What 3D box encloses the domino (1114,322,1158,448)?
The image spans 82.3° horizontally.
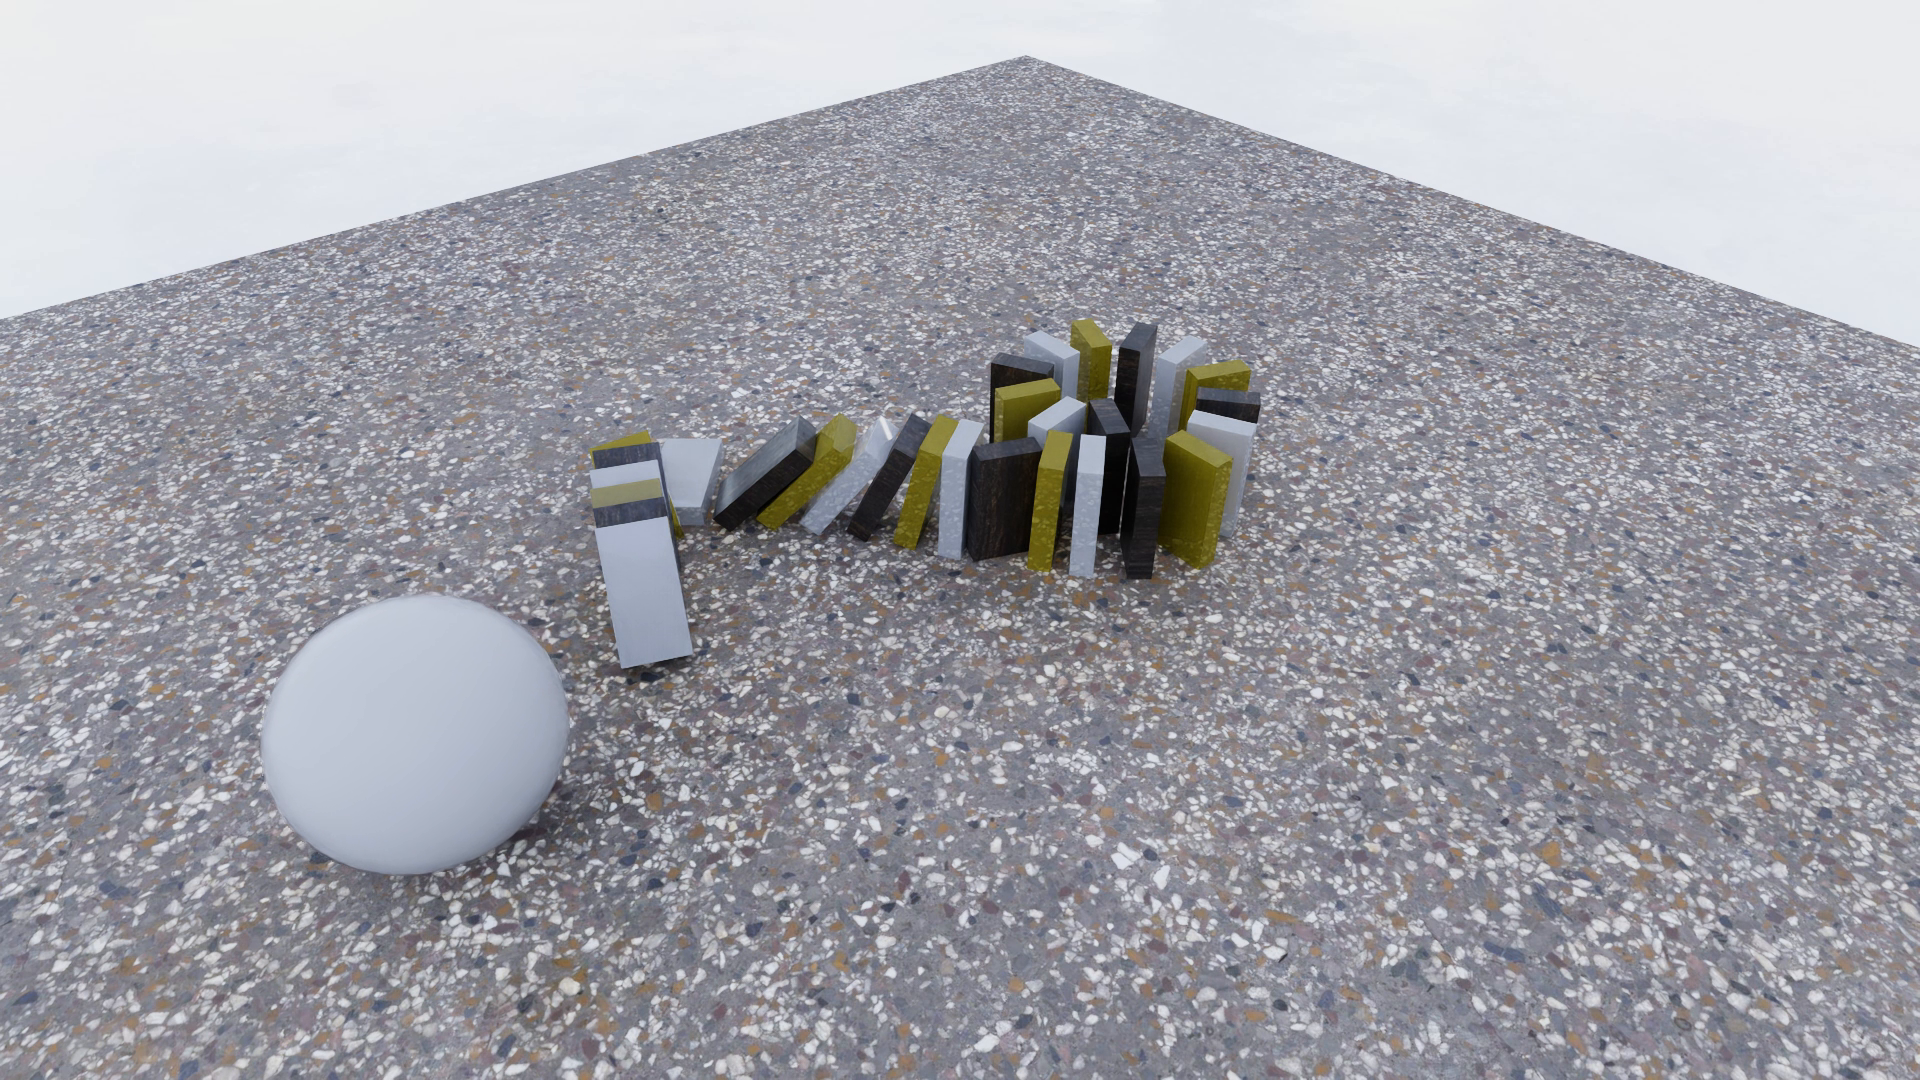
[{"bbox_3d":[0.078,-0.070,0.497,0.009,0.050,0.025,17,42,19],"label":"domino"}]

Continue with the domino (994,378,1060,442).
[{"bbox_3d":[0.028,-0.042,0.463,0.025,0.050,0.010,-13,41,-15],"label":"domino"}]

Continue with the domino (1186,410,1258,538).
[{"bbox_3d":[0.102,-0.026,0.443,0.025,0.050,0.010,16,42,19],"label":"domino"}]

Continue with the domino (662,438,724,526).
[{"bbox_3d":[-0.119,-0.026,0.475,0.025,0.010,0.050,0,39,0],"label":"domino"}]

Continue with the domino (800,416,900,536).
[{"bbox_3d":[-0.045,-0.026,0.446,0.010,0.050,0.025,35,38,-15],"label":"domino"}]

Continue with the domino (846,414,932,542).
[{"bbox_3d":[-0.029,-0.025,0.442,0.010,0.050,0.025,29,41,-7],"label":"domino"}]

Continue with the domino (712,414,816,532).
[{"bbox_3d":[-0.080,-0.027,0.452,0.050,0.009,0.025,-36,33,24],"label":"domino"}]

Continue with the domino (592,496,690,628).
[{"bbox_3d":[-0.116,0.011,0.402,0.025,0.050,0.010,-11,2,-13],"label":"domino"}]

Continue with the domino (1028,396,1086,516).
[{"bbox_3d":[0.038,-0.031,0.449,0.009,0.050,0.025,30,48,31],"label":"domino"}]

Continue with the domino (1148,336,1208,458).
[{"bbox_3d":[0.096,-0.063,0.488,0.010,0.050,0.025,29,47,30],"label":"domino"}]

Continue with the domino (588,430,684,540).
[{"bbox_3d":[-0.133,-0.019,0.450,0.025,0.010,0.050,-20,62,-11],"label":"domino"}]

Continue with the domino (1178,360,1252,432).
[{"bbox_3d":[0.108,-0.052,0.475,0.025,0.050,0.010,-12,41,-14],"label":"domino"}]

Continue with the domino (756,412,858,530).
[{"bbox_3d":[-0.063,-0.028,0.451,0.010,0.050,0.025,37,31,-25],"label":"domino"}]

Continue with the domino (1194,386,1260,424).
[{"bbox_3d":[0.108,-0.039,0.459,0.025,0.050,0.009,7,40,8],"label":"domino"}]

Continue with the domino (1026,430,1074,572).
[{"bbox_3d":[0.035,-0.015,0.429,0.009,0.050,0.025,10,40,8],"label":"domino"}]

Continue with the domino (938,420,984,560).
[{"bbox_3d":[0.000,-0.019,0.435,0.010,0.050,0.025,13,41,11],"label":"domino"}]

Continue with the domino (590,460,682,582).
[{"bbox_3d":[-0.123,-0.004,0.420,0.025,0.050,0.009,-11,2,-13],"label":"domino"}]

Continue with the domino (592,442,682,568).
[{"bbox_3d":[-0.126,-0.011,0.429,0.025,0.050,0.009,-10,2,-12],"label":"domino"}]

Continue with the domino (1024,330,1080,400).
[{"bbox_3d":[0.040,-0.065,0.491,0.009,0.050,0.025,-28,47,-29],"label":"domino"}]

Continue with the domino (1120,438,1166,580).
[{"bbox_3d":[0.070,-0.012,0.426,0.009,0.050,0.025,0,39,0],"label":"domino"}]

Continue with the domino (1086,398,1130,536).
[{"bbox_3d":[0.059,-0.030,0.448,0.010,0.050,0.025,-7,40,-8],"label":"domino"}]

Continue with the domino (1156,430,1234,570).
[{"bbox_3d":[0.090,-0.015,0.430,0.009,0.050,0.025,-28,47,-30],"label":"domino"}]

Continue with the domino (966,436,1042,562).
[{"bbox_3d":[0.017,-0.015,0.430,0.025,0.050,0.009,-10,43,-15],"label":"domino"}]

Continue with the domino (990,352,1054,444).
[{"bbox_3d":[0.026,-0.055,0.479,0.025,0.050,0.010,15,42,18],"label":"domino"}]

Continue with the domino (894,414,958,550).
[{"bbox_3d":[-0.013,-0.023,0.438,0.009,0.050,0.025,21,42,3],"label":"domino"}]

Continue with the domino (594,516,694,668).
[{"bbox_3d":[-0.113,0.018,0.393,0.025,0.050,0.009,-11,2,-13],"label":"domino"}]

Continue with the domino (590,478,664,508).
[{"bbox_3d":[-0.120,0.004,0.411,0.025,0.050,0.010,-11,2,-13],"label":"domino"}]

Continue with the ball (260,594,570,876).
[{"bbox_3d":[-0.156,0.056,0.320,0.080,0.080,0.080,0,39,0],"label":"ball"}]

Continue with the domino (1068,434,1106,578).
[{"bbox_3d":[0.049,-0.013,0.427,0.010,0.050,0.025,5,40,6],"label":"domino"}]

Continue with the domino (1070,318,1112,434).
[{"bbox_3d":[0.058,-0.072,0.499,0.010,0.050,0.025,-10,40,-12],"label":"domino"}]
